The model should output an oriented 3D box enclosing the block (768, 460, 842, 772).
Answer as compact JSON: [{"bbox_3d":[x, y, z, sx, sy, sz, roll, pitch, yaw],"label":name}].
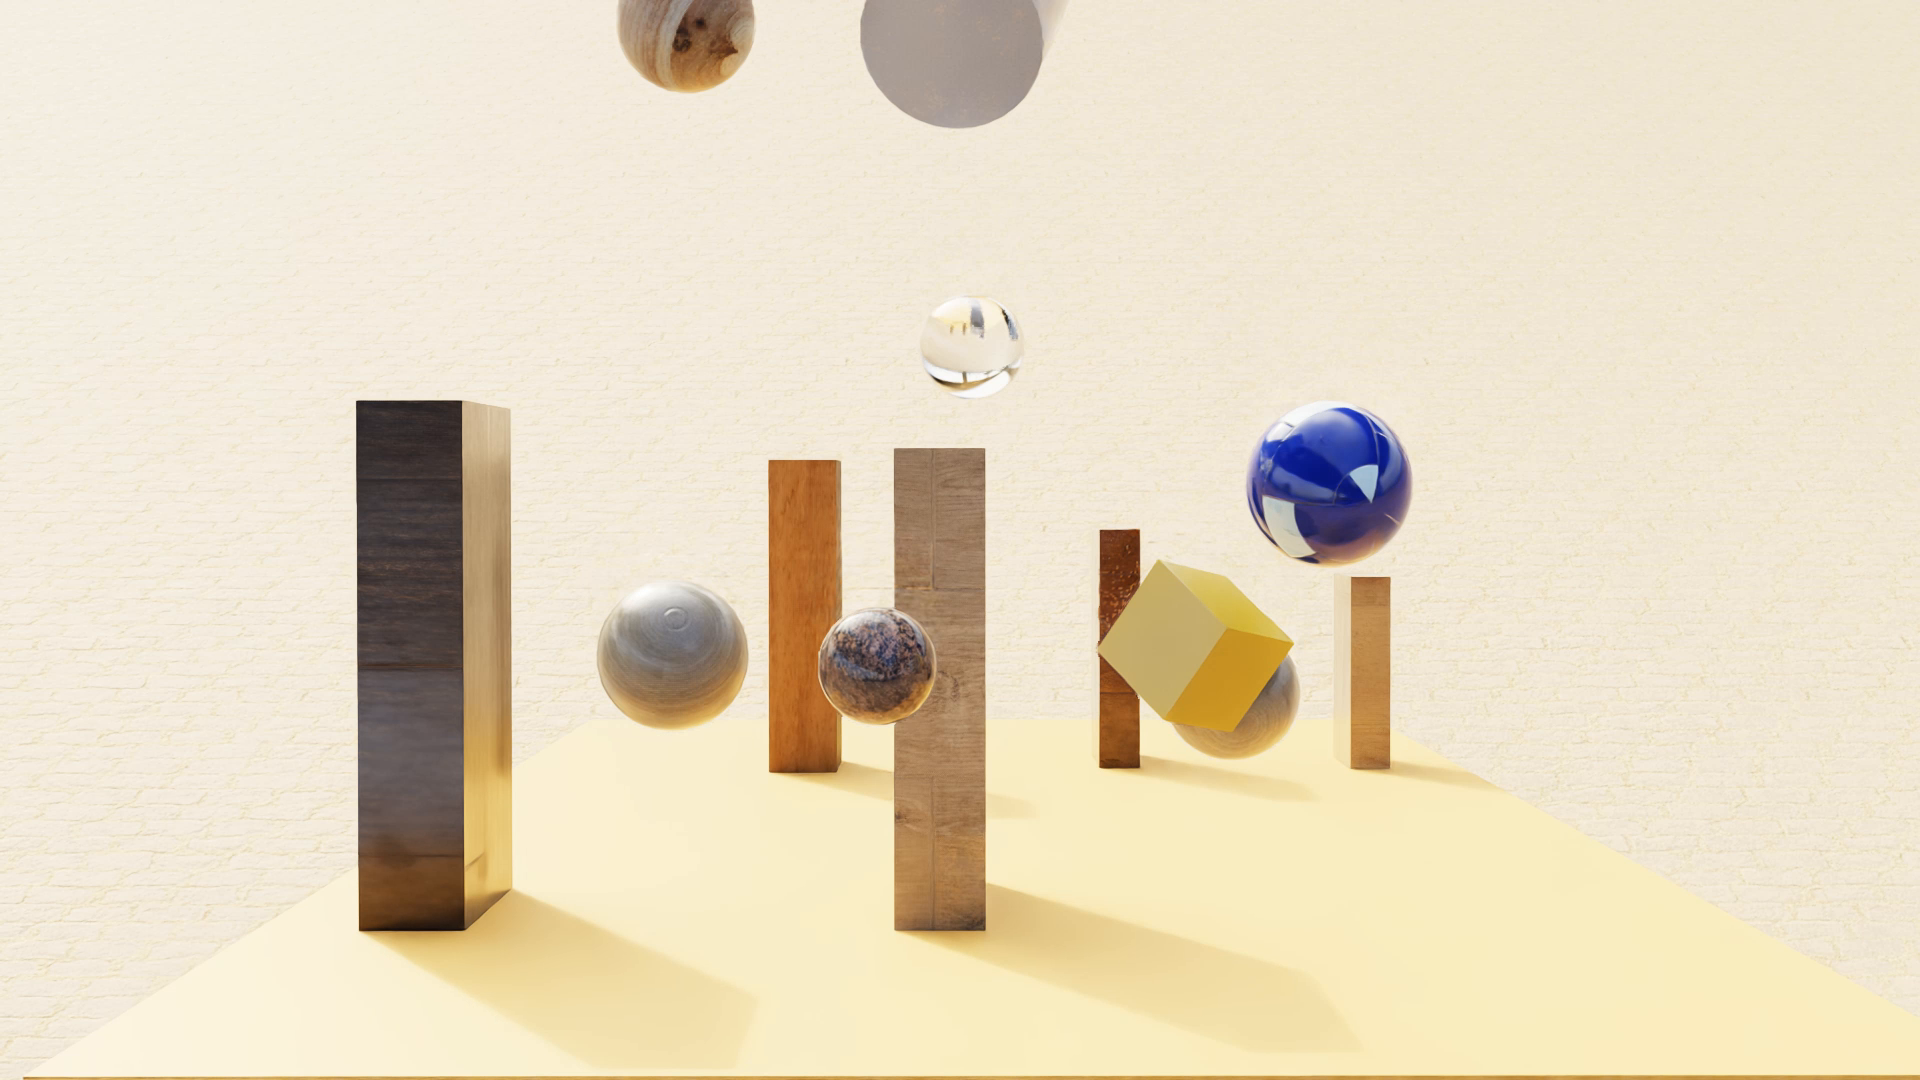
[{"bbox_3d":[-0.326,0.156,5.463,0.141,0.648,0.240,0,1,0],"label":"block"}]

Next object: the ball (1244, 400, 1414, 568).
[{"bbox_3d":[0.381,-0.057,2.664,0.173,0.173,0.173,0,27,0],"label":"ball"}]

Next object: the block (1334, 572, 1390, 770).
[{"bbox_3d":[0.859,0.276,5.521,0.084,0.404,0.243,0,1,0],"label":"block"}]

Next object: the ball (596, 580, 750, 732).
[{"bbox_3d":[-0.305,0.122,2.738,0.161,0.161,0.161,0,27,0],"label":"ball"}]

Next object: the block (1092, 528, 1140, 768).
[{"bbox_3d":[0.335,0.226,5.580,0.086,0.503,0.317,0,1,0],"label":"block"}]

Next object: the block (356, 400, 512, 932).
[{"bbox_3d":[-0.729,0.164,3.608,0.141,0.705,0.371,0,1,0],"label":"block"}]

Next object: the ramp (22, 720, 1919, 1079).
[{"bbox_3d":[0.061,0.547,4.583,2.000,0.100,4.000,0,1,0],"label":"ramp"}]

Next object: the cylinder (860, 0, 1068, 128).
[{"bbox_3d":[0.008,-0.521,2.538,0.179,0.179,0.179,5,31,9],"label":"cylinder"}]

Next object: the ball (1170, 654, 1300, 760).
[{"bbox_3d":[0.297,0.166,2.825,0.150,0.150,0.150,0,27,0],"label":"ball"}]

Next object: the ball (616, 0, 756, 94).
[{"bbox_3d":[-0.270,-0.511,2.547,0.138,0.138,0.138,0,27,0],"label":"ball"}]

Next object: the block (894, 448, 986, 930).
[{"bbox_3d":[-0.027,0.194,3.643,0.122,0.641,0.435,0,1,0],"label":"block"}]

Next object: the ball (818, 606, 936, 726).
[{"bbox_3d":[-0.083,0.127,2.604,0.120,0.120,0.120,0,27,0],"label":"ball"}]

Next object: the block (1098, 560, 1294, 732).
[{"bbox_3d":[0.235,0.106,2.573,0.114,0.114,0.114,13,26,-47],"label":"block"}]

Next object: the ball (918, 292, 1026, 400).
[{"bbox_3d":[0.013,-0.211,2.813,0.116,0.116,0.116,0,27,0],"label":"ball"}]
